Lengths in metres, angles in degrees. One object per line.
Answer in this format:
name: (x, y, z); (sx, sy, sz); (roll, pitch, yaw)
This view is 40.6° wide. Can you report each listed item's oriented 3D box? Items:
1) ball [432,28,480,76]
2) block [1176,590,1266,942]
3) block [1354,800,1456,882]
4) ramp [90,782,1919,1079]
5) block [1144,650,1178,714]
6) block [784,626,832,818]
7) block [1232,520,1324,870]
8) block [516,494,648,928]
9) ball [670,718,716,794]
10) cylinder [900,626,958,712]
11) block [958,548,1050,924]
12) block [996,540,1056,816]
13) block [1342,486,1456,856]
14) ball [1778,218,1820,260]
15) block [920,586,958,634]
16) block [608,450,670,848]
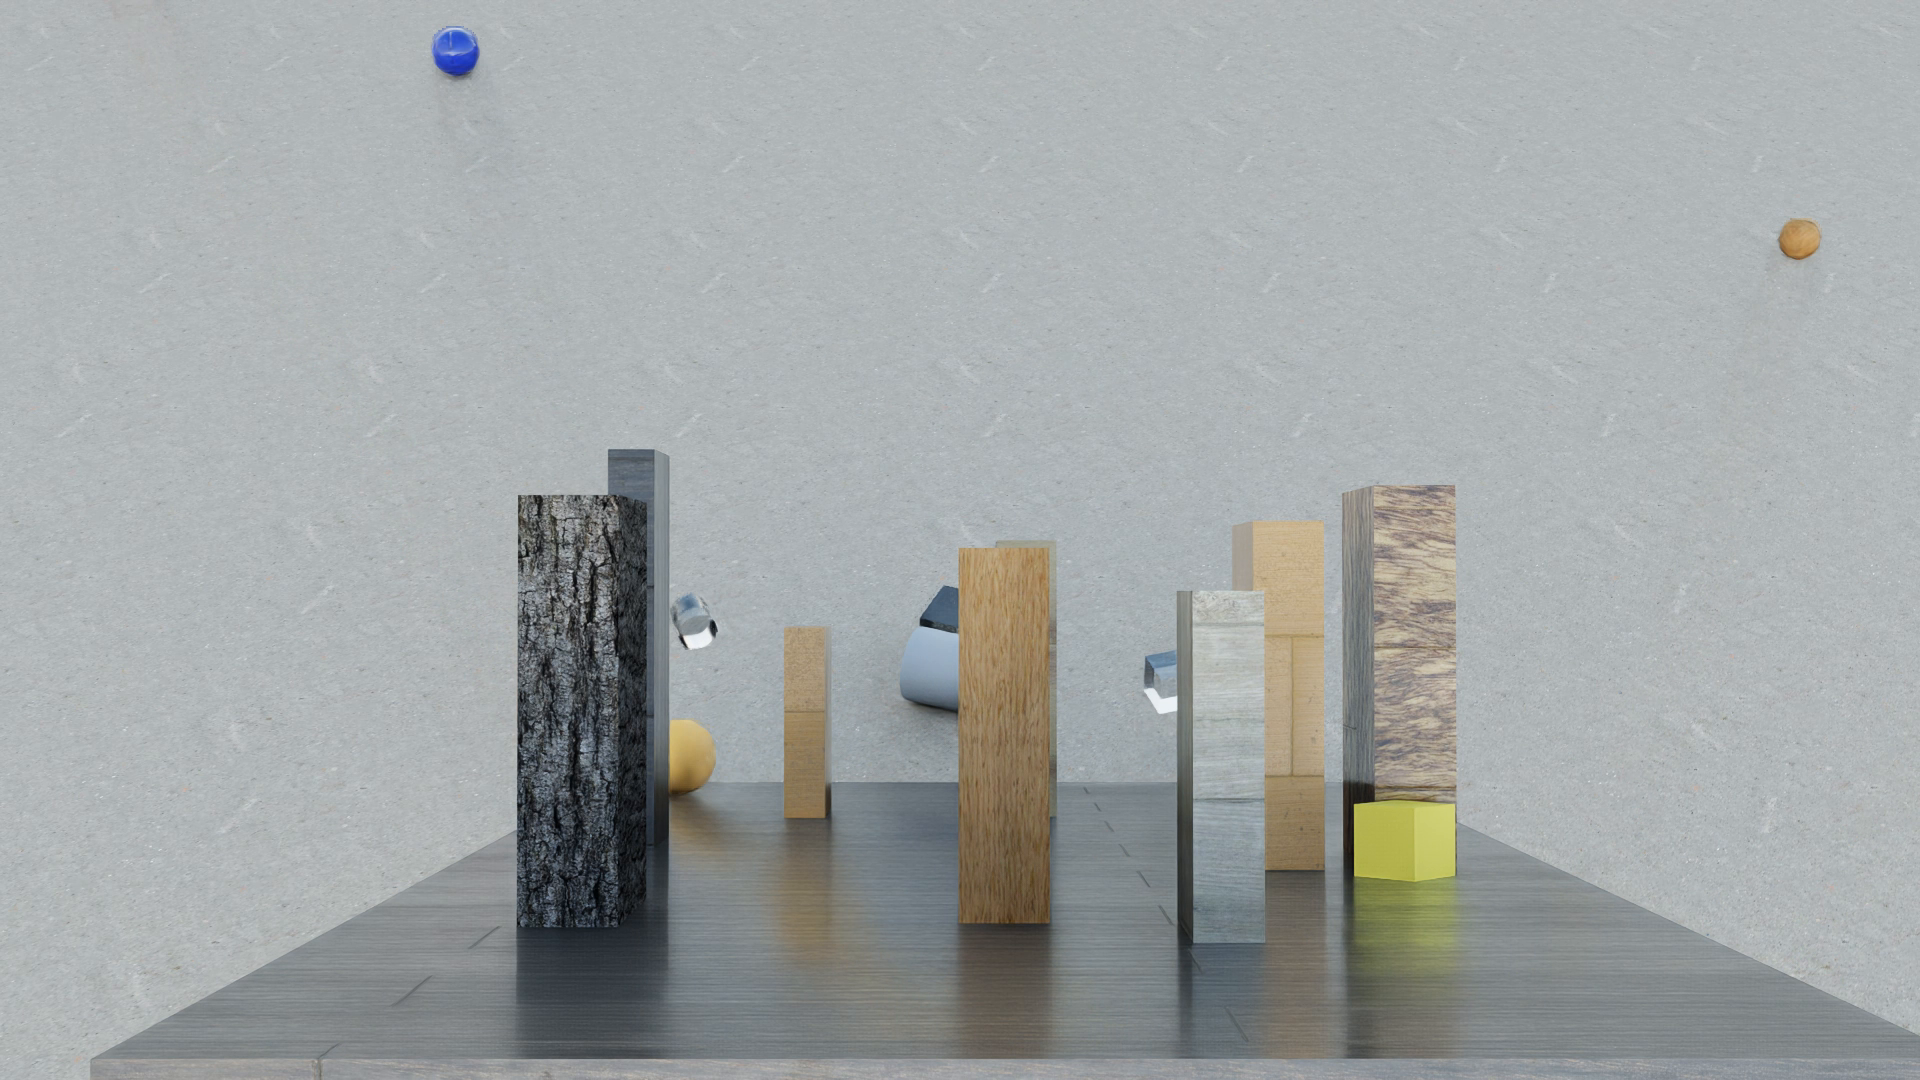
ball: (-2.104, -2.036, 10.815); (0.198, 0.198, 0.198); (0, 33, 0)
block: (0.381, 0.324, 3.809); (0.102, 0.498, 0.267); (0, -1, 0)
block: (0.777, 0.524, 4.534); (0.125, 0.125, 0.125); (-1, -2, 44)
ramp: (0.073, 0.642, 4.759); (2.000, 0.100, 4.000); (0, -1, 0)
block: (0.586, 0.390, 7.174); (0.117, 0.117, 0.117); (-10, 34, -15)
block: (-0.342, 0.404, 5.836); (0.090, 0.418, 0.277); (0, -1, 0)
block: (0.588, 0.281, 4.819); (0.126, 0.623, 0.361); (0, -1, 0)
block: (-0.583, 0.257, 4.028); (0.150, 0.641, 0.352); (0, -1, 0)
ball: (-0.690, 0.531, 6.370); (0.185, 0.185, 0.185); (0, 33, 0)
cylinder: (-0.031, 0.359, 7.138); (0.207, 0.207, 0.207); (12, 35, 18)
block: (0.066, 0.297, 4.065); (0.136, 0.563, 0.342); (0, -1, 0)
block: (0.148, 0.309, 5.880); (0.131, 0.610, 0.295); (0, -1, 0)
block: (0.812, 0.249, 4.821); (0.146, 0.687, 0.386); (0, -1, 0)
ball: (3.048, -1.092, 9.417); (0.147, 0.147, 0.147); (0, 33, 0)
block: (0.003, 0.265, 7.309); (0.178, 0.178, 0.178); (12, 35, 18)
block: (-0.638, 0.213, 5.156); (0.091, 0.774, 0.261); (0, -1, 0)
